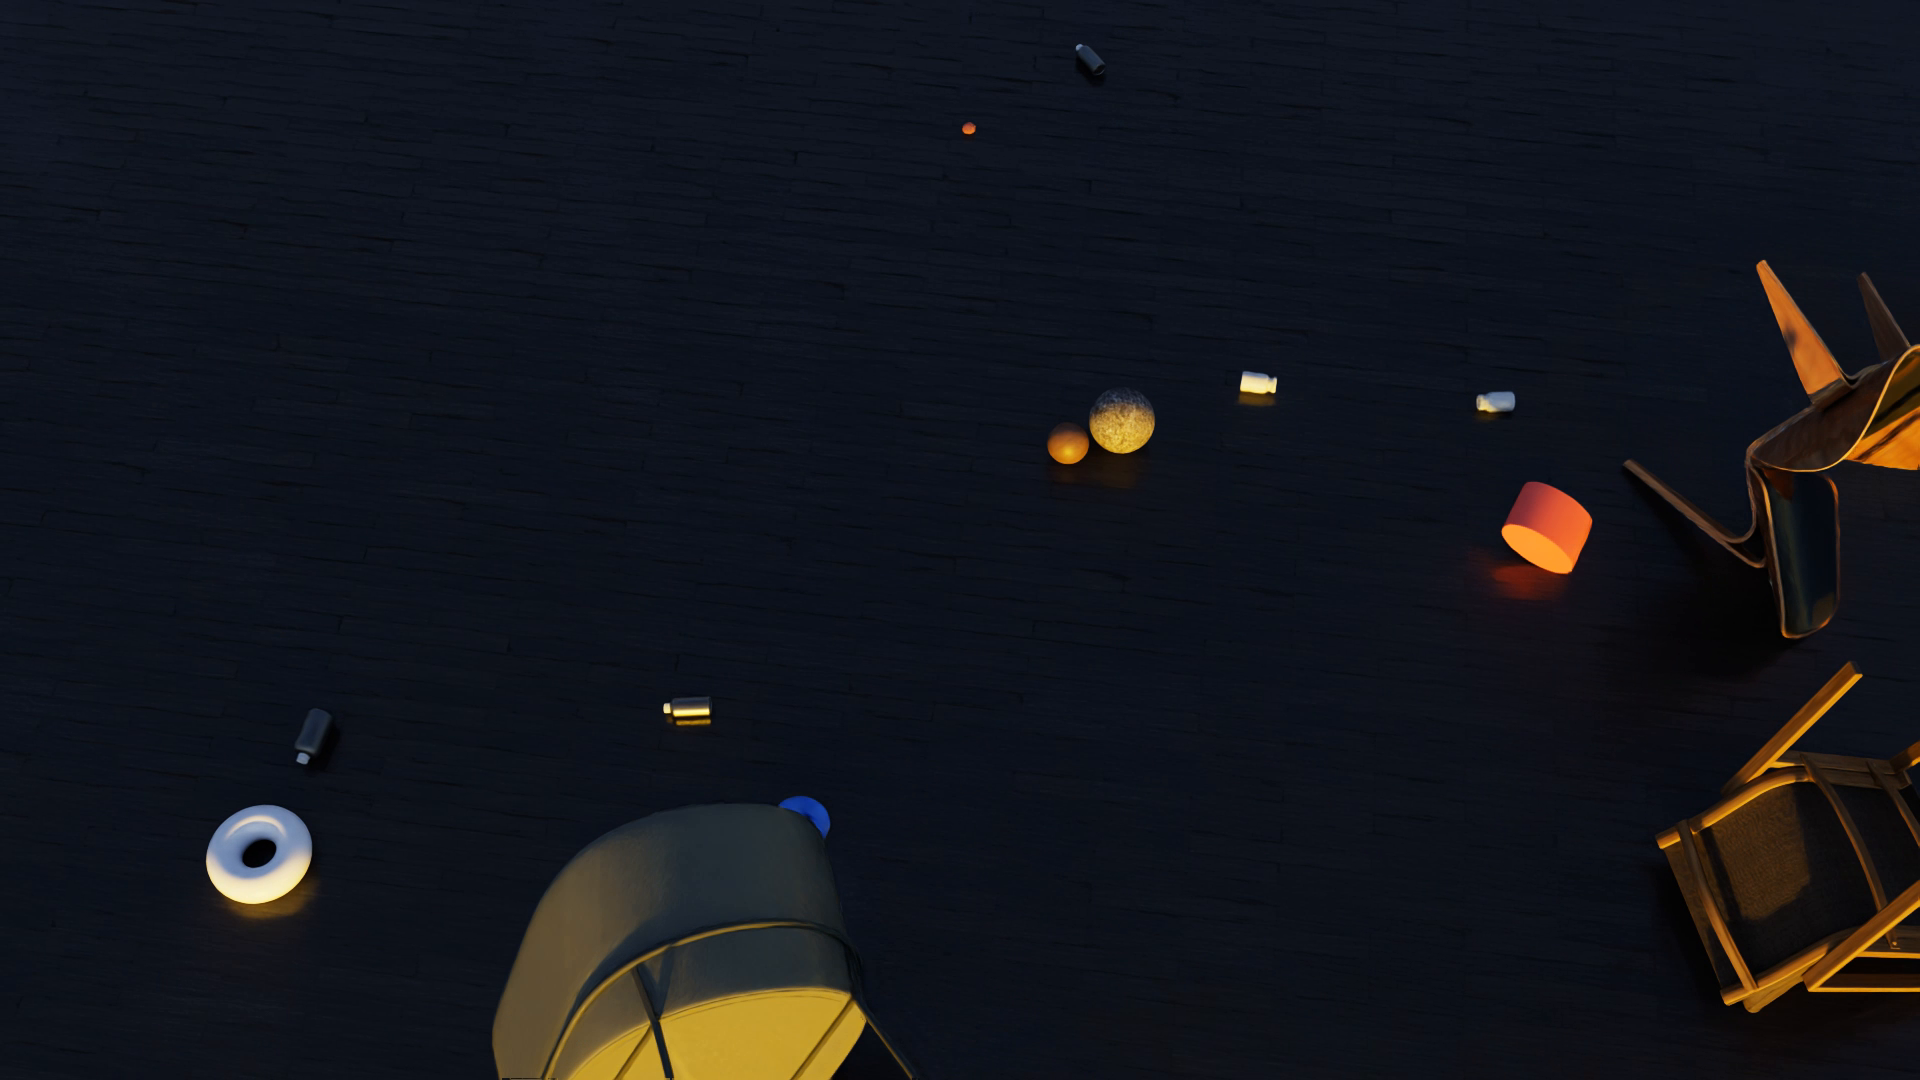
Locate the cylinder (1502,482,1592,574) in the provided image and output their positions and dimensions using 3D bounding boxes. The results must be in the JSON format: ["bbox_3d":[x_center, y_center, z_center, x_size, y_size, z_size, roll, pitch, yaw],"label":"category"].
[{"bbox_3d":[1.738,-0.037,6.505,0.239,0.140,0.175,34,61,-2],"label":"cylinder"}]

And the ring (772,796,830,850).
[{"bbox_3d":[-0.436,0.775,6.024,0.165,0.051,0.157,36,62,21],"label":"ring"}]

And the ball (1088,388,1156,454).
[{"bbox_3d":[0.493,-0.364,6.696,0.203,0.203,0.203,0,56,0],"label":"ball"}]

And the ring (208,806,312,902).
[{"bbox_3d":[-1.894,0.848,5.946,0.281,0.100,0.286,-31,60,-18],"label":"ring"}]
